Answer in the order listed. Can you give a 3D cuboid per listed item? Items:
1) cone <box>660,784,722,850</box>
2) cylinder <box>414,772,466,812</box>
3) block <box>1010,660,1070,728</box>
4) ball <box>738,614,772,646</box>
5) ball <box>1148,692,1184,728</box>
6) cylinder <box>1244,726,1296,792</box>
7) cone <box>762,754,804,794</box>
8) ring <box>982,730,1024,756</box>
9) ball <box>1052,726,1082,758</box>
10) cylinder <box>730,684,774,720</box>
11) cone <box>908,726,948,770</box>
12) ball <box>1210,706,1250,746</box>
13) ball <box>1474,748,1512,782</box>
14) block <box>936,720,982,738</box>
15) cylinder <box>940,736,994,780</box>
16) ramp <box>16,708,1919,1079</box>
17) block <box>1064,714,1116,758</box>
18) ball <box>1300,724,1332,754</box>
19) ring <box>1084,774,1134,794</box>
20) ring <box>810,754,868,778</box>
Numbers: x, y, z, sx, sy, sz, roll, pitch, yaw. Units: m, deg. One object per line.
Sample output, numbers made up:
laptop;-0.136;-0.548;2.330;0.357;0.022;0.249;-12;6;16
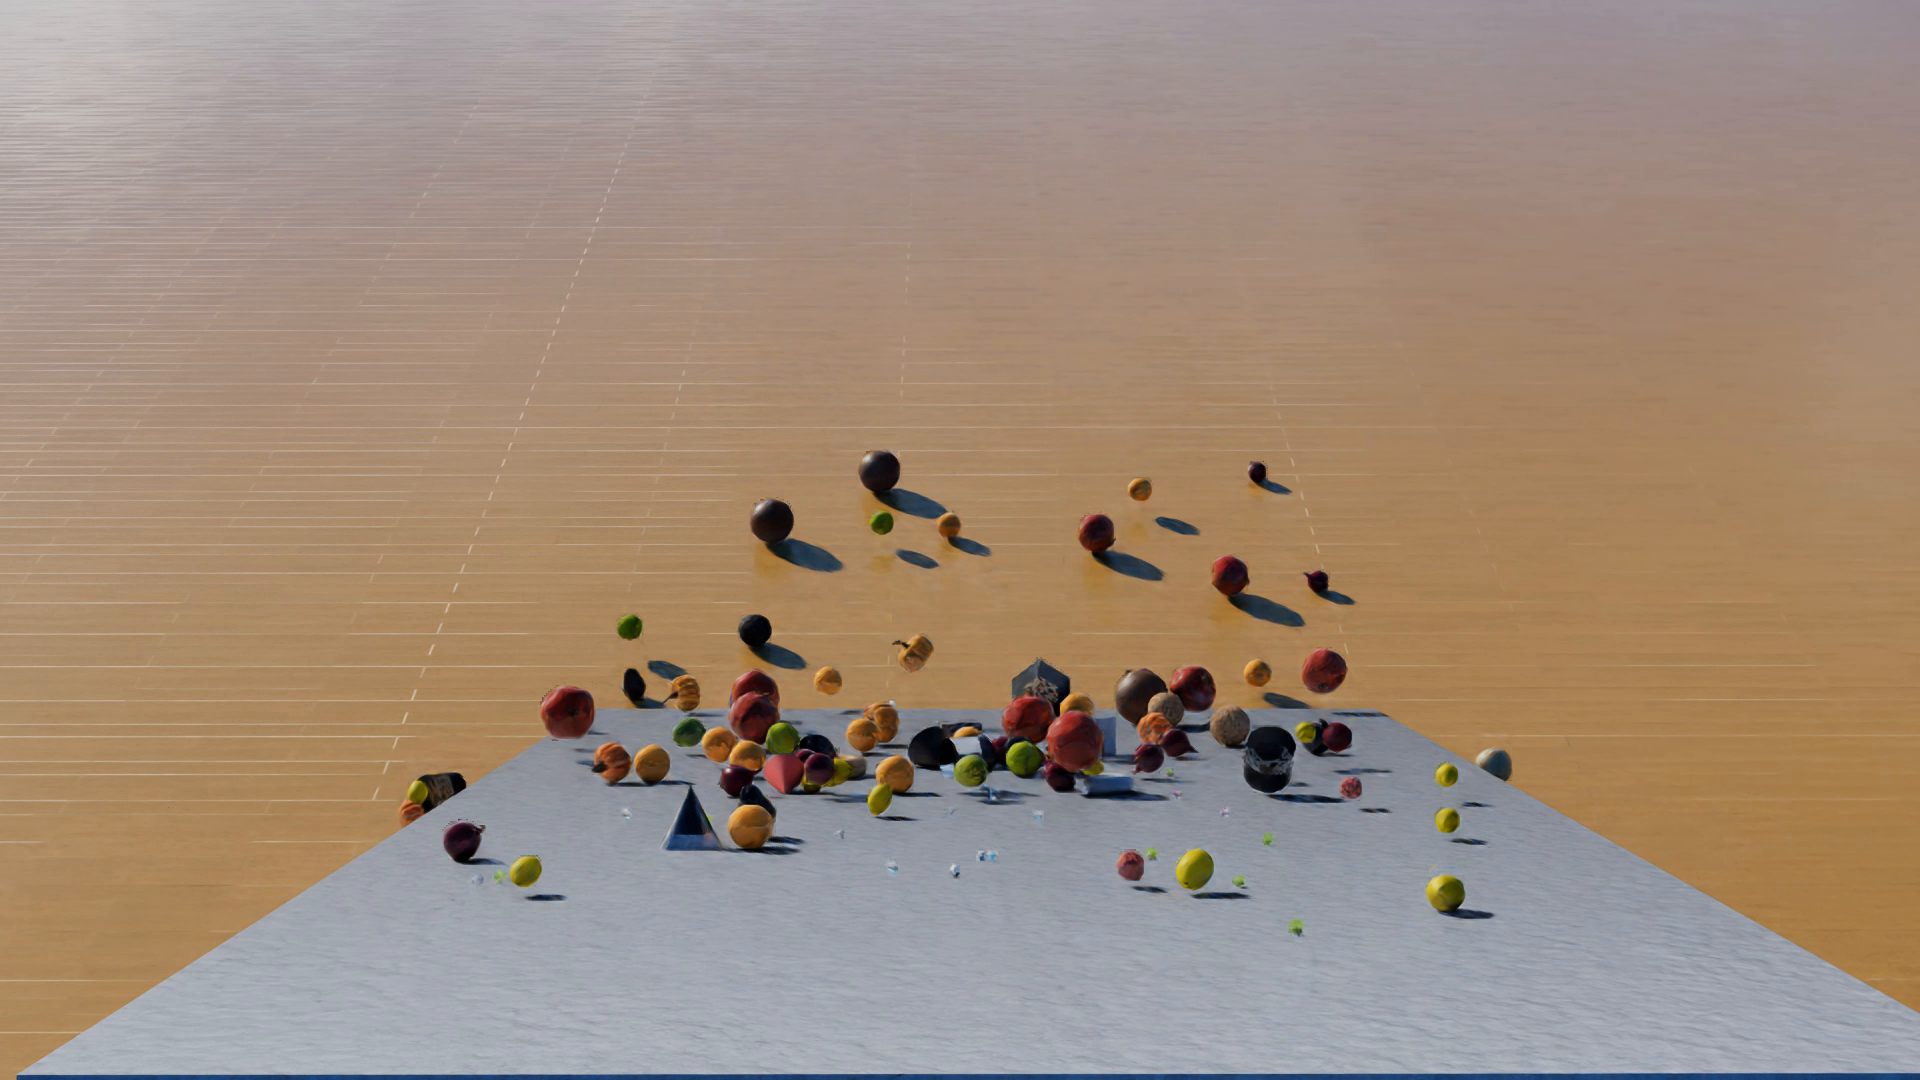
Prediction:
cone;-0.432;0.442;4.140;0.099;0.099;0.099;0;1;0
cylinder;-1.160;0.562;5.761;0.081;0.081;0.081;20;14;36
block;0.187;0.358;6.007;0.096;0.096;0.096;32;38;-25
ball;-0.560;0.247;7.052;0.090;0.090;0.090;0;26;0
ball;0.483;0.400;6.060;0.087;0.087;0.087;0;26;0
cylinder;0.573;0.406;4.779;0.090;0.090;0.090;-1;52;1
cone;-0.329;0.456;4.841;0.080;0.080;0.080;-5;39;-9
ring;0.078;0.446;5.510;0.121;0.040;0.121;5;30;-3
ball;0.225;0.426;5.444;0.065;0.065;0.065;0;26;0
cylinder;-0.504;0.395;6.256;0.087;0.087;0.087;0;25;14
cone;-0.042;0.443;5.231;0.093;0.093;0.093;-13;34;-25
ball;0.593;0.408;5.666;0.090;0.090;0.090;0;26;0
ball;1.223;0.520;5.914;0.088;0.088;0.088;0;26;0
block;-0.003;0.419;5.372;0.082;0.082;0.082;0;1;-9
cylinder;0.012;0.408;4.847;0.077;0.077;0.077;-3;24;-28
ramp;0.059;0.531;4.568;2.000;0.100;4.000;0;1;0
block;0.276;0.417;5.495;0.080;0.080;0.080;1;2;40
ball;0.760;0.424;5.502;0.066;0.066;0.066;0;26;0
ring;0.280;0.458;4.846;0.097;0.032;0.097;-1;1;0
ring;-0.238;0.449;5.113;0.114;0.038;0.114;-1;2;0
